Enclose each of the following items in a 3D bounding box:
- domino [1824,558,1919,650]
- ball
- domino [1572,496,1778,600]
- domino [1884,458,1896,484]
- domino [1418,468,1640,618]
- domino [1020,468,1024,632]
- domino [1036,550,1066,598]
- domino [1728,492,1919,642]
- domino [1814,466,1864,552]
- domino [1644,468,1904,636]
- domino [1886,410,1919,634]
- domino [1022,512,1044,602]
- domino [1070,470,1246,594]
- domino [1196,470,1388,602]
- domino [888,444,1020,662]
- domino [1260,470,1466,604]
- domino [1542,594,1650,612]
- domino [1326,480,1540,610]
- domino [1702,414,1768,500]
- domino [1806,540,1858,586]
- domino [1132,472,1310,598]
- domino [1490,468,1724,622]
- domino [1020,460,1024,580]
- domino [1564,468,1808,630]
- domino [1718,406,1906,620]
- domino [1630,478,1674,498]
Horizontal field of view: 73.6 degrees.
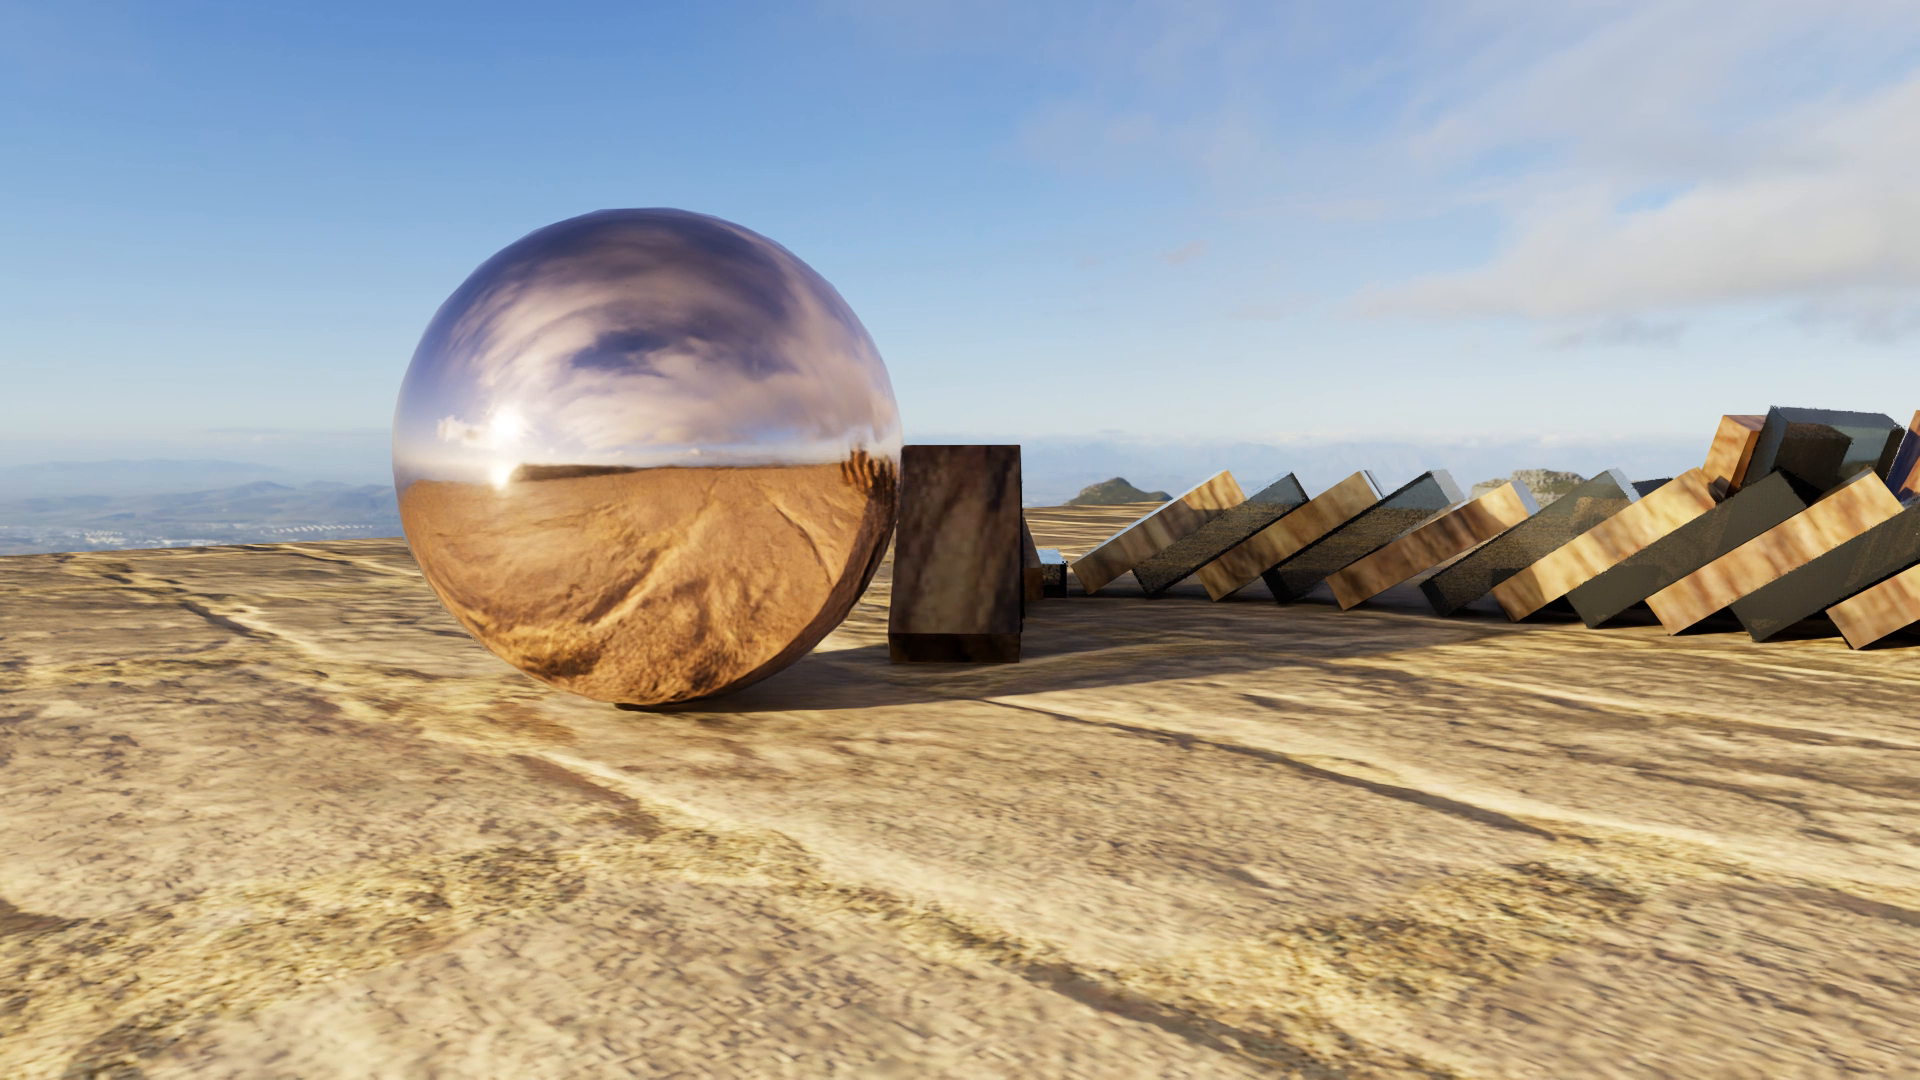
[{"bbox_3d":[0.207,0.005,0.265,0.050,0.010,0.025,-37,-15,27],"label":"domino"},{"bbox_3d":[-0.049,-0.013,0.209,0.080,0.080,0.080,0,4,0],"label":"ball"},{"bbox_3d":[0.198,0.002,0.354,0.050,0.009,0.025,23,-4,-21],"label":"domino"},{"bbox_3d":[0.272,-0.003,0.355,0.025,0.009,0.050,-3,44,-32],"label":"domino"},{"bbox_3d":[0.139,0.001,0.314,0.050,0.009,0.025,-38,-17,29],"label":"domino"},{"bbox_3d":[0.002,-0.001,0.303,0.025,0.010,0.050,0,49,1],"label":"domino"},{"bbox_3d":[0.017,0.009,0.379,0.025,0.009,0.050,0,4,1],"label":"domino"},{"bbox_3d":[0.192,0.004,0.275,0.050,0.009,0.025,-39,-17,29],"label":"domino"},{"bbox_3d":[0.260,-0.004,0.367,0.025,0.010,0.050,-3,42,-37],"label":"domino"},{"bbox_3d":[0.179,0.003,0.284,0.050,0.010,0.025,-39,-17,30],"label":"domino"},{"bbox_3d":[0.219,-0.004,0.290,0.010,0.050,0.025,19,7,6],"label":"domino"},{"bbox_3d":[0.006,0.002,0.353,0.025,0.009,0.050,-5,26,-4],"label":"domino"},{"bbox_3d":[0.055,-0.002,0.362,0.050,0.009,0.025,-32,-1,6],"label":"domino"},{"bbox_3d":[0.090,-0.001,0.346,0.050,0.009,0.025,-34,-11,22],"label":"domino"},{"bbox_3d":[0.000,0.002,0.263,0.025,0.050,0.010,0,-40,3],"label":"domino"},{"bbox_3d":[0.106,-0.001,0.336,0.050,0.009,0.025,-36,-14,27],"label":"domino"},{"bbox_3d":[0.173,0.012,0.343,0.050,0.009,0.025,-1,4,-18],"label":"domino"},{"bbox_3d":[0.121,0.001,0.327,0.050,0.009,0.025,-32,-12,28],"label":"domino"},{"bbox_3d":[0.194,-0.006,0.317,0.025,0.050,0.009,-1,29,-10],"label":"domino"},{"bbox_3d":[0.244,-0.005,0.379,0.025,0.010,0.050,1,40,-47],"label":"domino"},{"bbox_3d":[0.072,-0.002,0.358,0.050,0.009,0.025,-32,-1,9],"label":"domino"},{"bbox_3d":[0.153,0.001,0.303,0.050,0.010,0.025,-39,-17,30],"label":"domino"},{"bbox_3d":[0.004,-0.001,0.332,0.025,0.010,0.050,0,42,1],"label":"domino"},{"bbox_3d":[0.166,0.002,0.294,0.050,0.009,0.025,-39,-17,30],"label":"domino"},{"bbox_3d":[0.198,-0.006,0.303,0.025,0.050,0.009,5,29,5],"label":"domino"},{"bbox_3d":[0.214,-0.002,0.367,0.050,0.009,0.025,26,-5,-5],"label":"domino"}]
